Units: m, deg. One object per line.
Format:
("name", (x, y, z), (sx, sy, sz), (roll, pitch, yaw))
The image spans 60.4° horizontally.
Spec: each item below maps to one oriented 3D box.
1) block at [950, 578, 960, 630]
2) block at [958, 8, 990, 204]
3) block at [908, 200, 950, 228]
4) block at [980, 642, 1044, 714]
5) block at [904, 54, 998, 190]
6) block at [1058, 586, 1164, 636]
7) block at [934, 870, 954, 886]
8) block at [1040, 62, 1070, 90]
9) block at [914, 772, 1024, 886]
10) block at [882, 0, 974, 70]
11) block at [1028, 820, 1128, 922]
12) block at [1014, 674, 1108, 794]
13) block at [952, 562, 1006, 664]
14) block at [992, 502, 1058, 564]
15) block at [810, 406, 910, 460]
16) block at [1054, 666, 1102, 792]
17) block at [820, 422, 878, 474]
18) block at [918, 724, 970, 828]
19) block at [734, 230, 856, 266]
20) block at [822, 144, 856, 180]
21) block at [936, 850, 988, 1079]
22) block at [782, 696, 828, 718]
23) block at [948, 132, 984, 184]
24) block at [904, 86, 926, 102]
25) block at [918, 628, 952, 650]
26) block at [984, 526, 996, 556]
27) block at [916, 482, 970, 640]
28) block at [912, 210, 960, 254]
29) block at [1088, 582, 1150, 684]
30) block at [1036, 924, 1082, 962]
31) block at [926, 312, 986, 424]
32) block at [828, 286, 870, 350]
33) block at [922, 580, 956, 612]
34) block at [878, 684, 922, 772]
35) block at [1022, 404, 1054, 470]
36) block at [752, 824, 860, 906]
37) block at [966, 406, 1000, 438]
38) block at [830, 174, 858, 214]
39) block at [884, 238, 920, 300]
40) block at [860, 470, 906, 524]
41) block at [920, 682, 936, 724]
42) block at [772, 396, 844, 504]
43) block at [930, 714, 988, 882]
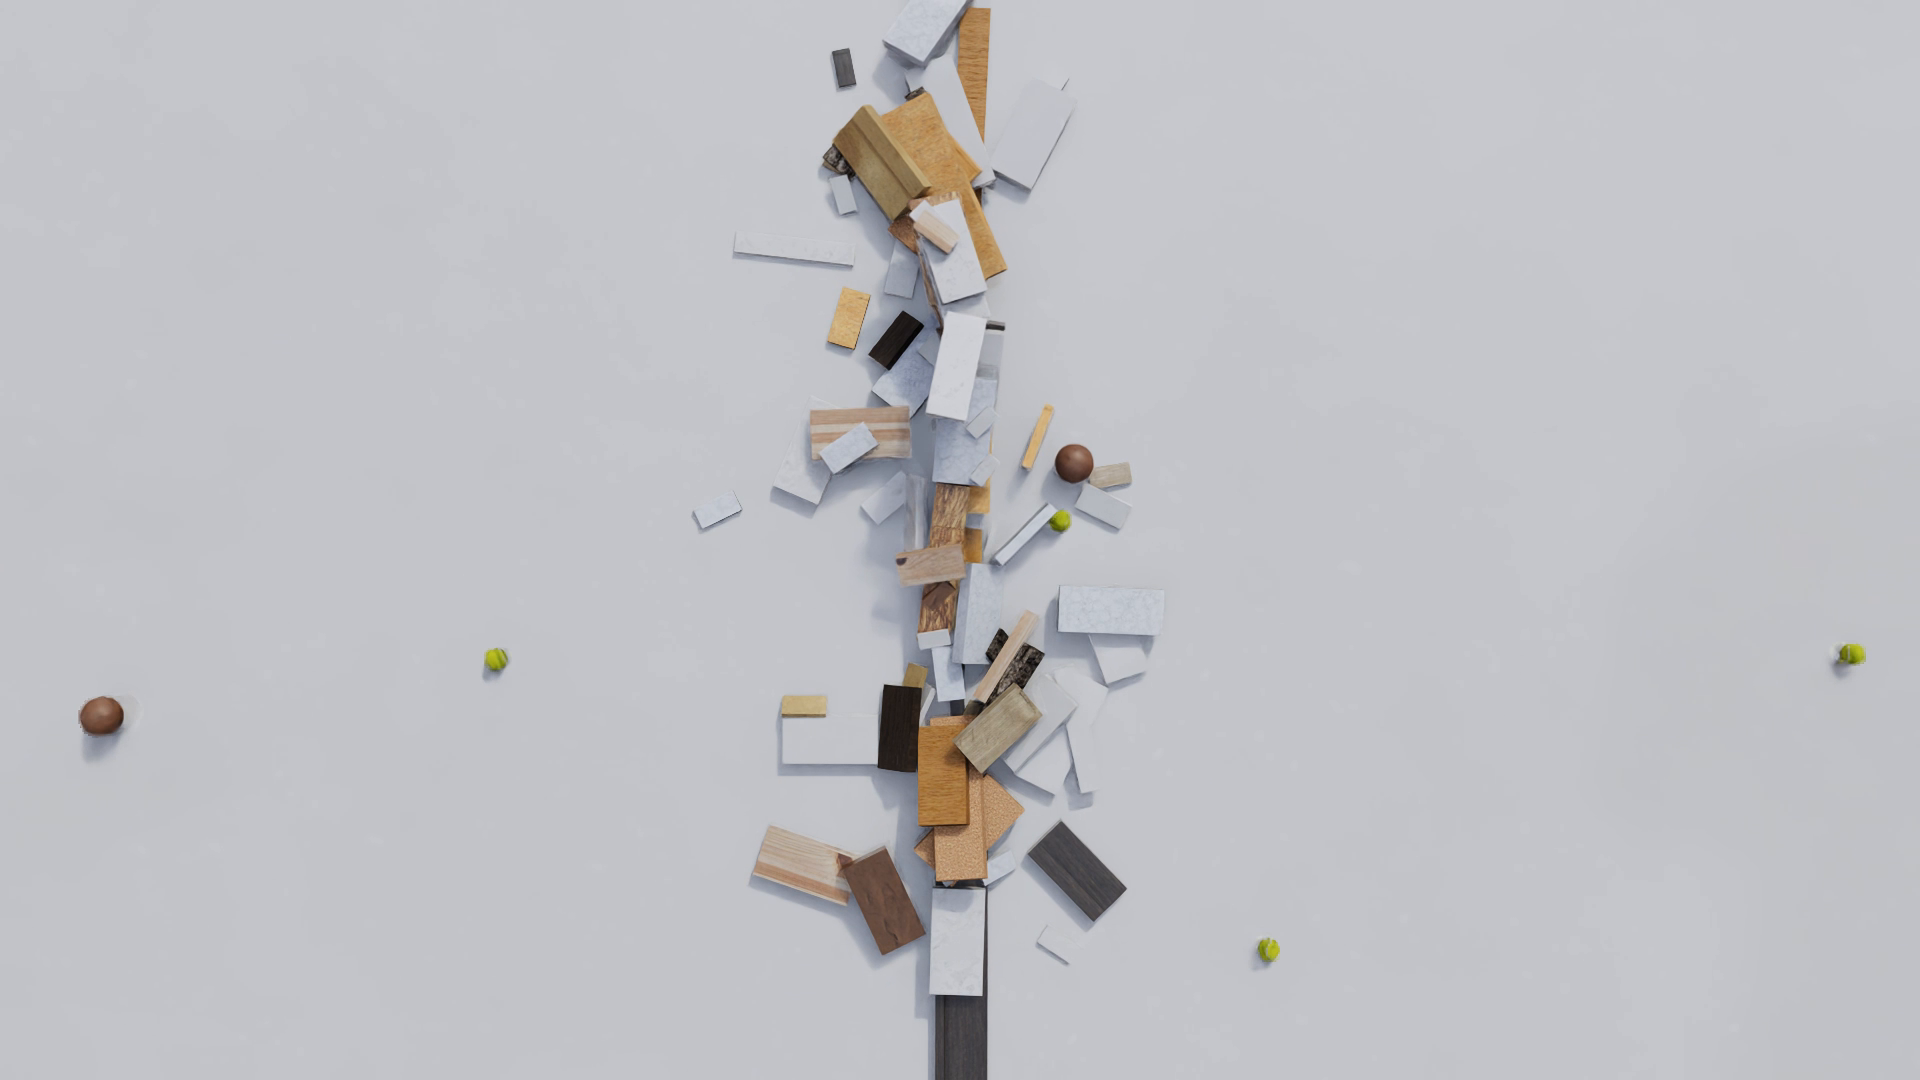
("block", (-0.043, 0.188, 5.410), (0.075, 0.021, 0.216), (3, 108, 0))
("block", (0.031, -1.332, 5.486), (0.100, 0.028, 0.871), (3, 90, 0))
("block", (-0.089, -0.995, 5.189), (0.069, 0.020, 0.139), (-44, 96, -6))
("block", (0.173, 0.474, 5.428), (0.039, 0.139, 0.277), (32, 90, 21))
("block", (-0.031, -1.364, 5.443), (0.163, 0.046, 0.441), (-20, 89, 7))
("block", (0.497, 0.232, 5.436), (0.344, 0.043, 0.150), (2, 90, 0))
("block", (-0.012, 1.068, 5.392), (0.132, 0.019, 0.066), (-37, 90, 0))
("block", (0.284, -1.492, 5.488), (0.085, 0.024, 0.169), (33, 90, 0))
("block", (0.030, 0.952, 5.426), (0.173, 0.049, 0.347), (44, 90, 0))
("block", (-0.095, -1.729, 5.437), (0.163, 0.046, 0.327), (32, 82, 13))
("block", (0.388, 1.096, 5.478), (0.157, 0.044, 0.314), (-44, 90, 0))
("block", (0.336, 0.634, 5.478), (0.157, 0.044, 0.393), (26, 90, 0))
("block", (0.062, 0.242, 5.424), (0.047, 0.164, 0.329), (6, 90, 42))
("block", (0.212, -0.022, 5.436), (0.253, 0.126, 0.036), (-44, 94, 0))
("block", (-0.327, -0.350, 5.431), (0.324, 0.046, 0.162), (-2, 90, 0))
("block", (0.391, 0.625, 5.445), (0.073, 0.021, 0.414), (-12, 90, 0))
("block", (-0.364, -0.300, 5.396), (0.176, 0.025, 0.088), (-34, 90, 0))
("block", (-0.053, 0.767, 5.369), (0.160, 0.045, 0.320), (-5, 74, 15))
("block", (-0.549, -0.971, 5.490), (0.398, 0.020, 0.070), (7, 90, 0))
("block", (-0.392, -1.254, 5.469), (0.119, 0.017, 0.059), (39, 87, -12))
("block", (0.005, 1.410, 5.475), (0.173, 0.049, 1.118), (0, 90, 0))
("block", (-0.516, 0.552, 5.468), (0.146, 0.021, 0.073), (0, 49, 0))
("block", (-0.029, -1.246, 5.397), (0.100, 0.028, 0.200), (-43, 86, 19))
("block", (-0.119, -1.412, 5.420), (0.070, 0.020, 0.140), (-28, 88, 7))
("block", (-0.084, 0.325, 5.403), (0.103, 0.015, 0.052), (-10, 107, 5))
("block", (0.098, 0.004, 5.475), (0.014, 0.049, 0.098), (15, 90, -1))
("block", (-0.055, 0.077, 5.347), (0.108, 0.030, 0.544), (8, 108, -1))
("block", (-0.075, -0.966, 5.171), (0.139, 0.020, 0.069), (36, 85, -7))
("block", (0.507, 0.309, 5.479), (0.150, 0.043, 0.301), (-19, 90, 0))
("block", (0.330, 1.345, 5.491), (0.132, 0.019, 0.066), (33, 90, 0))
("block", (-0.011, -0.537, 5.125), (0.126, 0.036, 0.333), (12, 79, 0))
("block", (-0.370, -0.738, 5.487), (0.094, 0.027, 0.188), (17, 90, 0))
("block", (-0.070, 0.177, 5.356), (0.052, 0.015, 0.104), (44, 104, -11))
("block", (-0.199, 0.619, 5.431), (0.139, 0.039, 0.277), (1, 85, 42))
("block", (0.259, -0.339, 5.445), (0.030, 0.108, 0.215), (21, 90, 5))
("block", (-0.504, 1.081, 5.477), (0.329, 0.047, 0.164), (19, 90, 0))
("block", (0.070, -0.370, 5.170), (0.098, 0.014, 0.049), (-43, 101, 12))
("block", (-0.387, -1.148, 5.475), (0.059, 0.017, 0.119), (-16, 106, 2))
("block", (-0.181, -0.924, 5.487), (0.094, 0.027, 0.227), (13, 90, 0))
("block", (-0.235, -0.140, 5.488), (0.176, 0.025, 0.088), (-41, 90, 0))
("block", (-0.131, 0.551, 5.462), (0.021, 0.075, 0.149), (25, 90, -26))
("block", (-0.482, -0.298, 5.477), (0.162, 0.046, 0.324), (23, 90, 0))
("block", (-0.005, 0.841, 5.384), (0.160, 0.045, 0.528), (-7, 73, 14))
